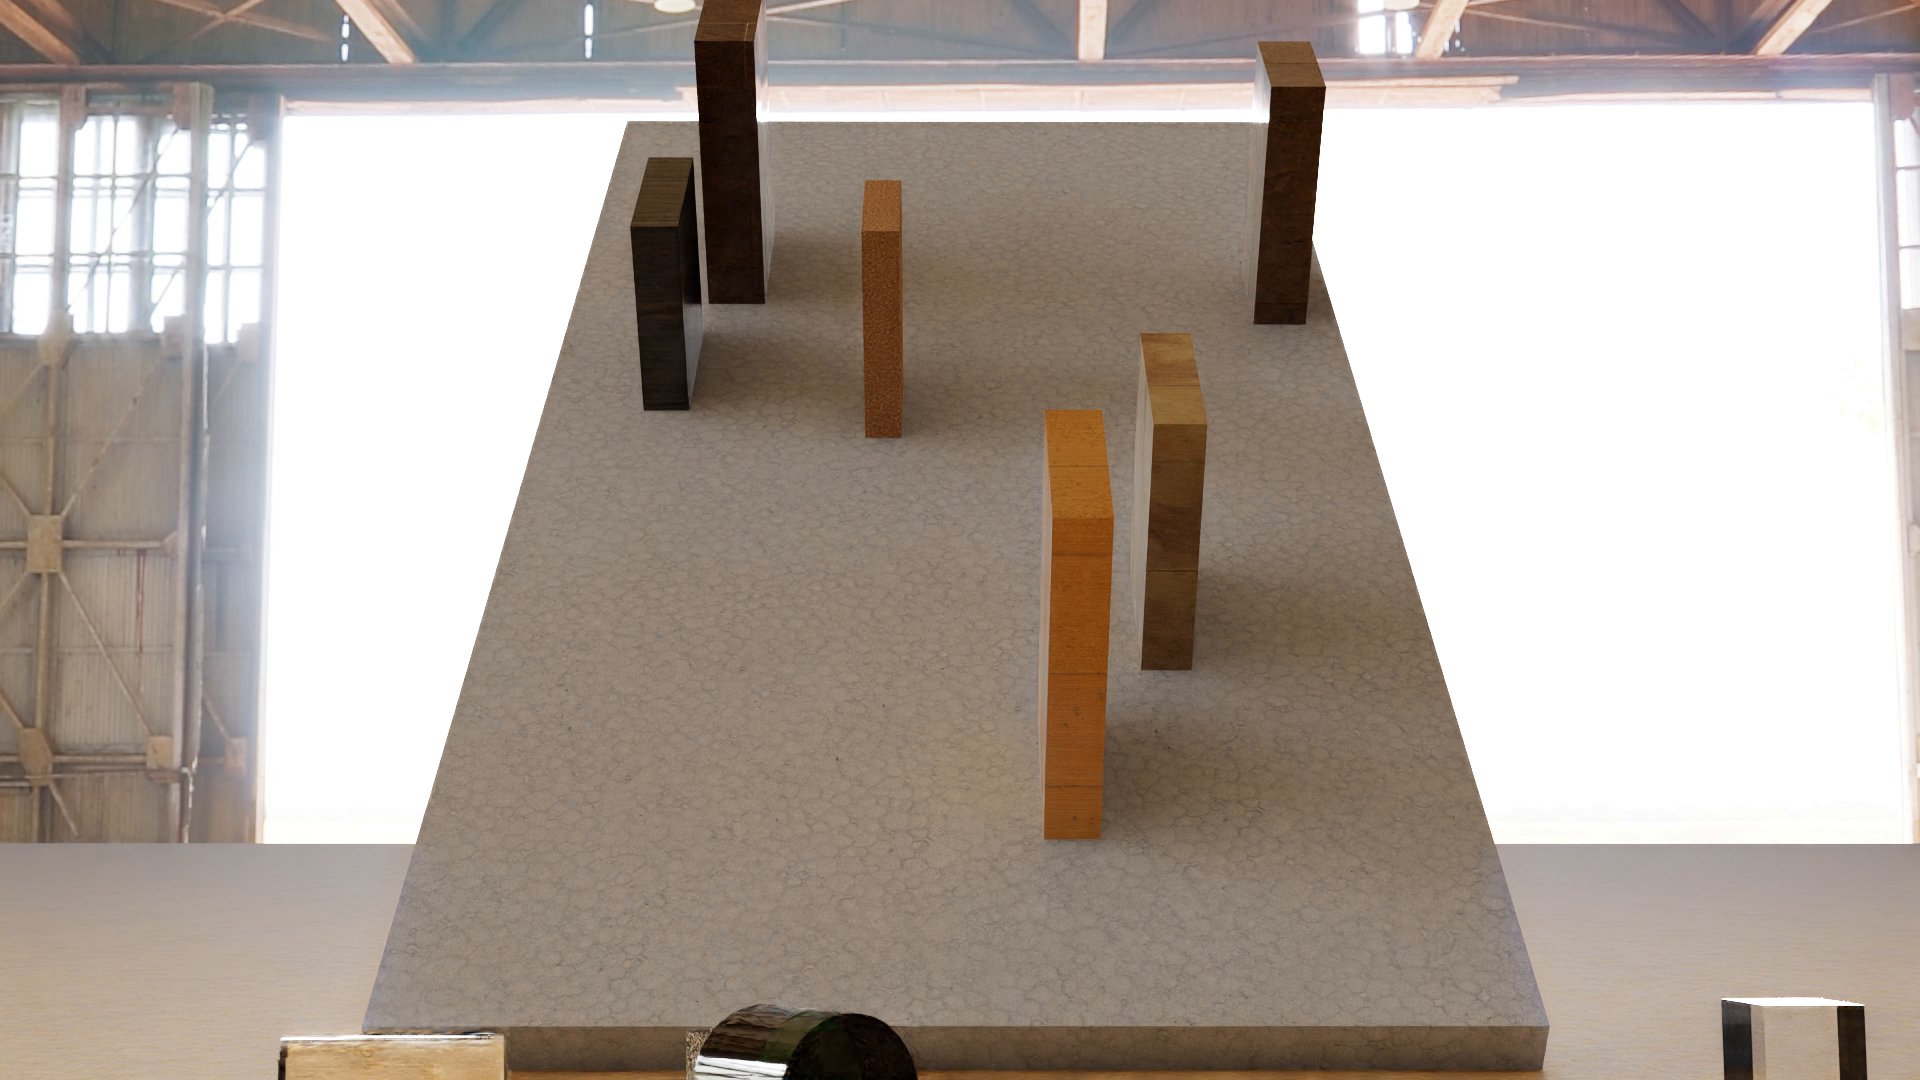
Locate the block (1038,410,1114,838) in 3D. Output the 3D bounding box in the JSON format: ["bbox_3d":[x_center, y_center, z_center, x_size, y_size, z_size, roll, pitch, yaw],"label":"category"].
[{"bbox_3d":[0.208,0.158,4.517,0.105,0.697,0.385,0,32,0],"label":"block"}]

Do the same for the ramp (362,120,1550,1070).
[{"bbox_3d":[-0.015,-0.193,5.837,2.000,0.100,4.000,0,32,0],"label":"ramp"}]

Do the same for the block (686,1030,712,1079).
[{"bbox_3d":[-0.326,0.780,3.600,0.109,0.109,0.109,-7,-10,44],"label":"block"}]

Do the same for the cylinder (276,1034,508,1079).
[{"bbox_3d":[-0.536,0.574,2.309,0.207,0.207,0.207,1,-7,-12],"label":"cylinder"}]

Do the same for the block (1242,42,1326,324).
[{"bbox_3d":[0.830,-0.919,6.302,0.135,0.651,0.315,0,32,0],"label":"block"}]

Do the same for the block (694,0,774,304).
[{"bbox_3d":[-0.587,-1.040,6.421,0.148,0.722,0.423,0,32,0],"label":"block"}]

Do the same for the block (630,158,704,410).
[{"bbox_3d":[-0.713,-0.629,5.981,0.110,0.487,0.409,0,32,0],"label":"block"}]

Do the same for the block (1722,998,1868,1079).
[{"bbox_3d":[1.232,0.760,3.609,0.152,0.152,0.152,1,-7,-5],"label":"block"}]

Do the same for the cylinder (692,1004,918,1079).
[{"bbox_3d":[-0.184,0.651,2.881,0.193,0.193,0.193,5,-9,-36],"label":"cylinder"}]

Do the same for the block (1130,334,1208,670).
[{"bbox_3d":[0.423,-0.080,5.017,0.103,0.575,0.386,0,32,0],"label":"block"}]

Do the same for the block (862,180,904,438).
[{"bbox_3d":[-0.182,-0.548,5.804,0.086,0.538,0.287,0,32,0],"label":"block"}]
